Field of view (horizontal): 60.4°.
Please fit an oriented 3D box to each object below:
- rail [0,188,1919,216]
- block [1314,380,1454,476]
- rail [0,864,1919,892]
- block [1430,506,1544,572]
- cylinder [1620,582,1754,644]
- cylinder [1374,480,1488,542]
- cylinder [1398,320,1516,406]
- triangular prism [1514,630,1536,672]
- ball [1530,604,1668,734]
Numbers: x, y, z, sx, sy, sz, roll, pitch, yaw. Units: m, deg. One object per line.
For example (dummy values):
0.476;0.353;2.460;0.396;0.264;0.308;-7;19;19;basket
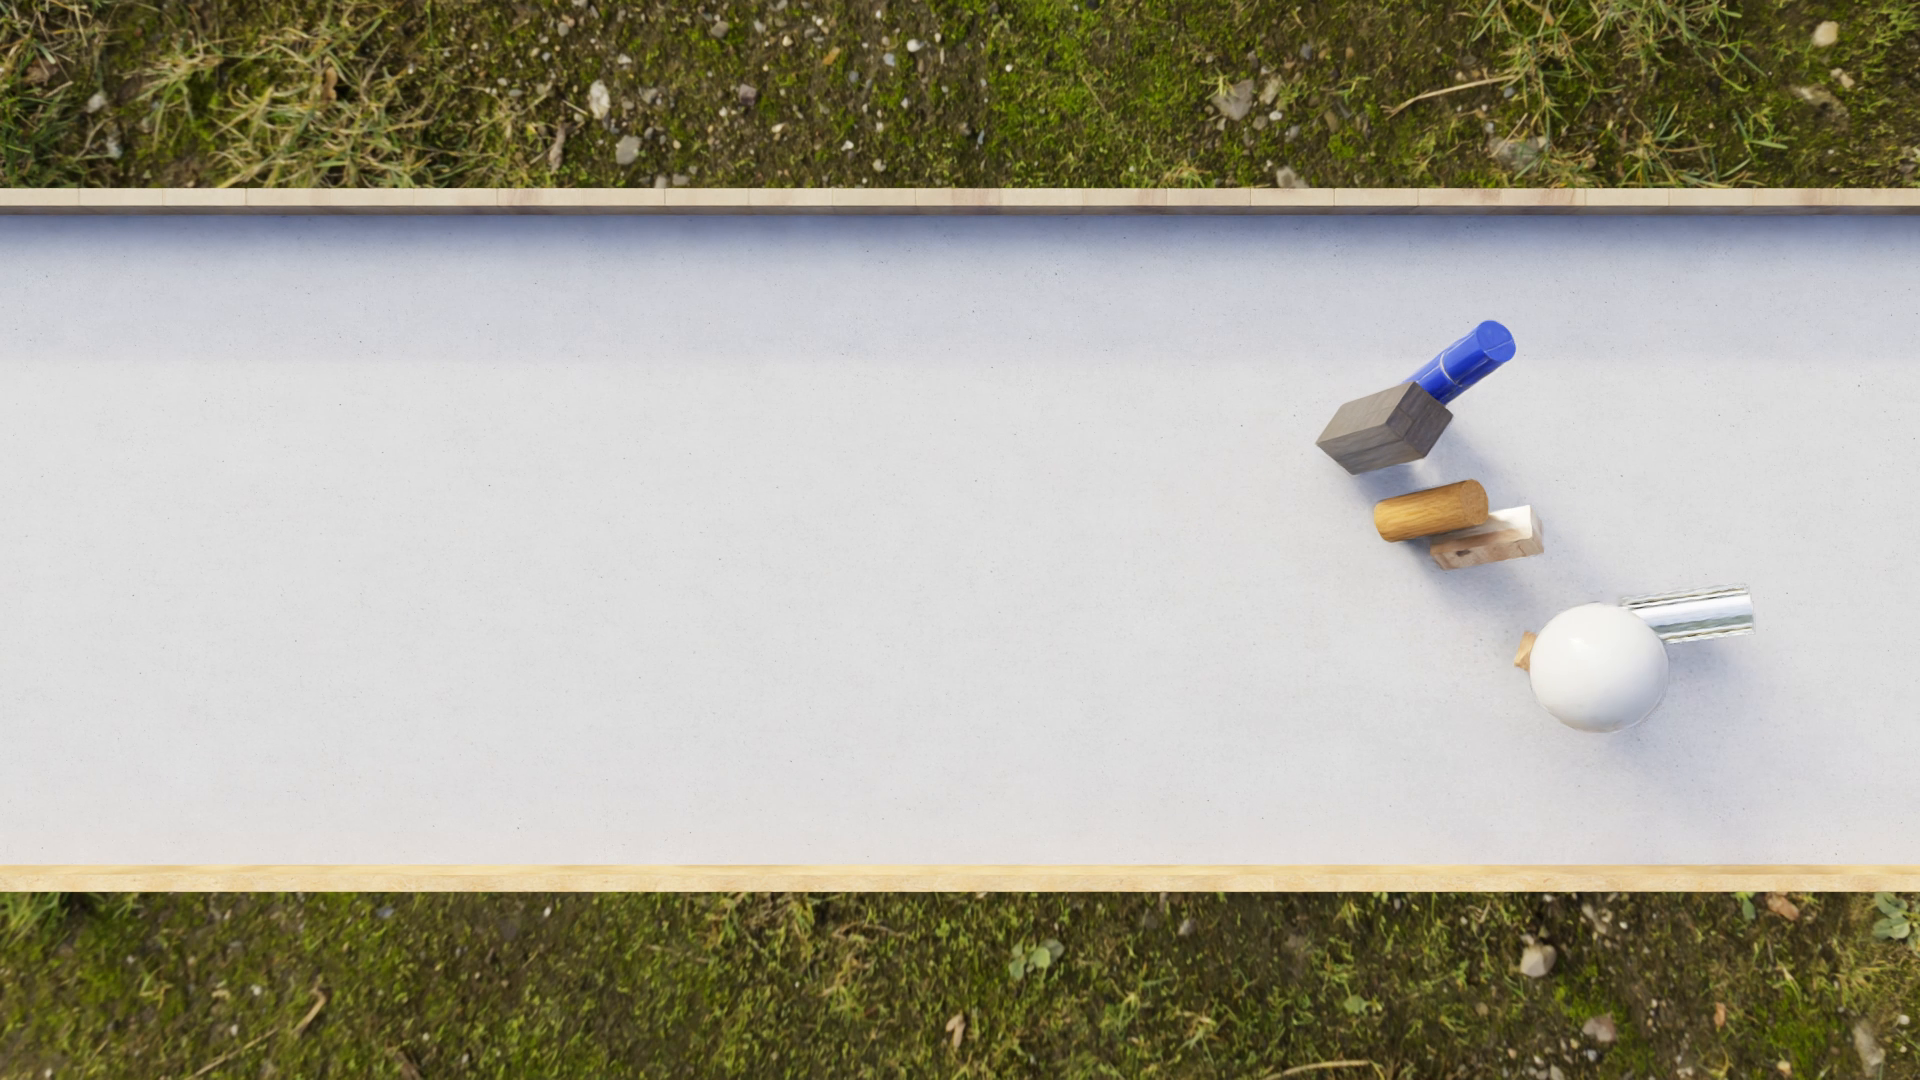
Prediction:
-2.247;-1.025;5.002;12.000;0.150;0.050;0;90;0;rail
1.238;-0.323;4.839;0.156;0.435;0.156;39;78;-8;block
-2.247;1.025;5.001;12.000;0.150;0.050;0;90;0;rail
1.571;-0.004;4.931;0.303;0.108;0.108;-13;57;33;block
2.177;0.226;4.951;0.348;0.153;0.153;-9;90;17;cylinder
1.402;-0.084;4.912;0.135;0.311;0.135;9;75;-36;cylinder
1.441;-0.486;4.859;0.134;0.429;0.134;9;65;-20;cylinder
1.892;0.398;4.996;0.390;0.101;0.117;24;76;-5;triangular prism
1.815;0.365;4.694;0.370;0.370;0.370;0;90;0;ball
